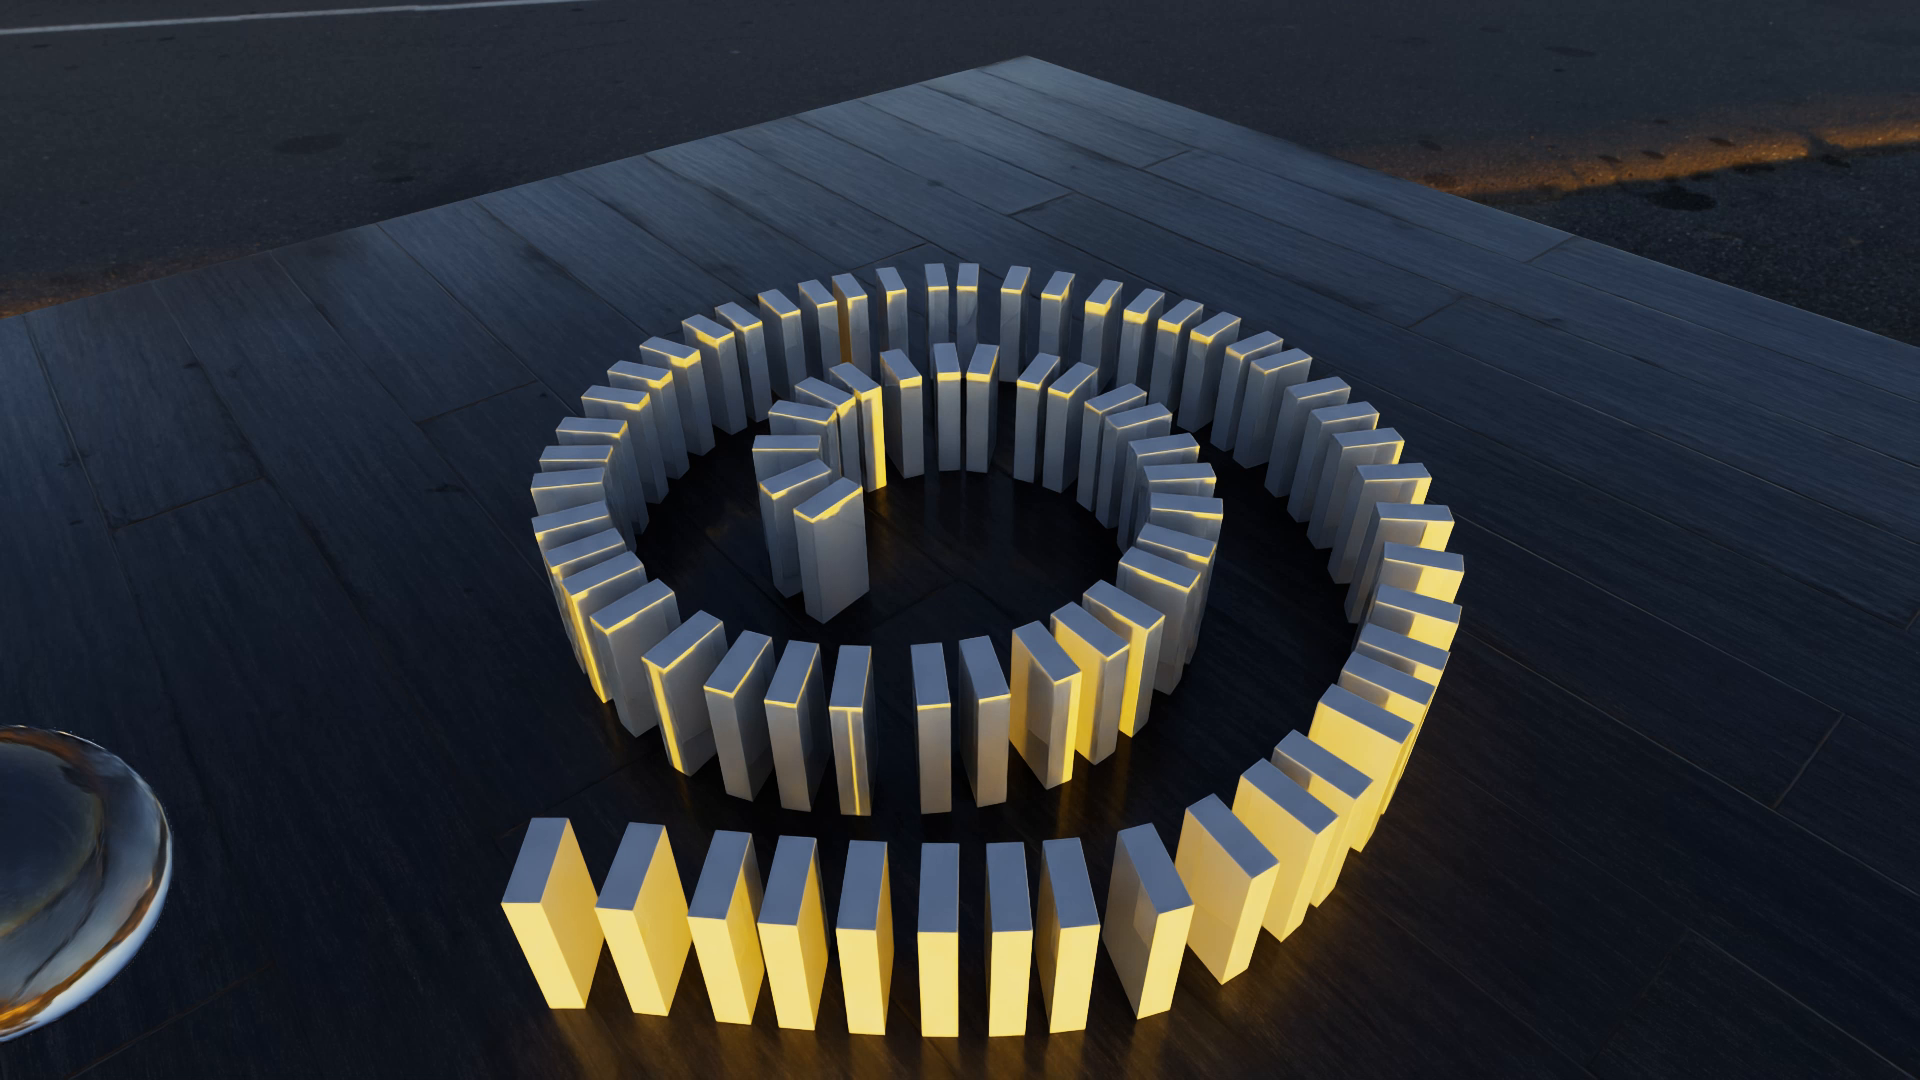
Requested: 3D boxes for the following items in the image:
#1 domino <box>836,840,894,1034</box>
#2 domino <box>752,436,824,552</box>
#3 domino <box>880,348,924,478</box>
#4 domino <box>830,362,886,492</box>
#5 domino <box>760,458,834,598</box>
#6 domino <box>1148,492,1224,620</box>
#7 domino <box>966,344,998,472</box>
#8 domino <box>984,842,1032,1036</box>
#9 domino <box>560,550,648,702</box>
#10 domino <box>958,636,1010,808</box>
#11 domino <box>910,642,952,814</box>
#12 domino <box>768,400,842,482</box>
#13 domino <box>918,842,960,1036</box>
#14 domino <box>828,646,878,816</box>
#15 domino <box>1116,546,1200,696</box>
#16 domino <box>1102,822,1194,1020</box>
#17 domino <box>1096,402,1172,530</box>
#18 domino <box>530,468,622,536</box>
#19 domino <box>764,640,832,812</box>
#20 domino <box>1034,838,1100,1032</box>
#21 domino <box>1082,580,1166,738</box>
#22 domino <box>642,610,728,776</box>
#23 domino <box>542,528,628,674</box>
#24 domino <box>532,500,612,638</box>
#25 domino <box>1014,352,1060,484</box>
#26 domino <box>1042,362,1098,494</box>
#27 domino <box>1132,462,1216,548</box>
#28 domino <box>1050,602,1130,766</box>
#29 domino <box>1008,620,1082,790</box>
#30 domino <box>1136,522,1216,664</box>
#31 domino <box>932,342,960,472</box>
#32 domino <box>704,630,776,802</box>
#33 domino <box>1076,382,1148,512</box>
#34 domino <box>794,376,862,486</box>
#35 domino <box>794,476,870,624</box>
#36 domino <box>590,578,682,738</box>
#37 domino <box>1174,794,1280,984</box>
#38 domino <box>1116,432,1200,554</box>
[{"bbox_3d":[-0.024,0.104,0.285,0.010,0.050,0.025,2,39,3],"label":"domino"},{"bbox_3d":[-0.066,-0.018,0.433,0.025,0.050,0.009,0,39,0],"label":"domino"},{"bbox_3d":[-0.025,-0.055,0.478,0.009,0.050,0.025,-15,42,-18],"label":"domino"},{"bbox_3d":[-0.043,-0.048,0.470,0.009,0.050,0.025,-25,46,-28],"label":"domino"},{"bbox_3d":[-0.060,-0.004,0.416,0.025,0.050,0.009,-25,46,-28],"label":"domino"},{"bbox_3d":[0.080,0.006,0.404,0.025,0.050,0.010,5,40,7],"label":"domino"},{"bbox_3d":[0.010,-0.057,0.481,0.010,0.050,0.025,7,40,8],"label":"domino"},{"bbox_3d":[0.012,0.104,0.285,0.010,0.050,0.025,-2,39,-2],"label":"domino"},{"bbox_3d":[-0.117,0.030,0.375,0.025,0.050,0.010,-27,46,-29],"label":"domino"},{"bbox_3d":[0.007,0.057,0.342,0.010,0.050,0.025,-9,40,-10],"label":"domino"},{"bbox_3d":[-0.009,0.059,0.340,0.009,0.050,0.025,-4,40,-5],"label":"domino"},{"bbox_3d":[-0.062,-0.032,0.450,0.025,0.050,0.010,11,41,13],"label":"domino"},{"bbox_3d":[-0.005,0.104,0.285,0.009,0.050,0.025,0,39,1],"label":"domino"},{"bbox_3d":[-0.032,0.059,0.339,0.010,0.050,0.025,1,39,2],"label":"domino"},{"bbox_3d":[0.066,0.028,0.377,0.025,0.050,0.010,22,44,25],"label":"domino"},{"bbox_3d":[0.048,0.101,0.289,0.010,0.050,0.025,-11,40,-13],"label":"domino"},{"bbox_3d":[0.070,-0.030,0.448,0.025,0.050,0.010,-16,42,-19],"label":"domino"},{"bbox_3d":[-0.142,-0.003,0.415,0.025,0.050,0.009,-6,40,-7],"label":"domino"},{"bbox_3d":[-0.050,0.058,0.341,0.010,0.050,0.025,6,40,8],"label":"domino"},{"bbox_3d":[0.027,0.103,0.286,0.009,0.050,0.025,-4,40,-5],"label":"domino"},{"bbox_3d":[0.052,0.040,0.363,0.025,0.050,0.009,30,48,32],"label":"domino"},{"bbox_3d":[-0.085,0.049,0.351,0.009,0.050,0.025,23,45,26],"label":"domino"},{"bbox_3d":[-0.126,0.022,0.385,0.025,0.050,0.010,-22,44,-25],"label":"domino"},{"bbox_3d":[-0.135,0.011,0.398,0.025,0.050,0.009,-16,42,-19],"label":"domino"},{"bbox_3d":[0.033,-0.053,0.476,0.009,0.050,0.025,16,42,19],"label":"domino"},{"bbox_3d":[0.047,-0.048,0.470,0.010,0.050,0.025,23,45,26],"label":"domino"},{"bbox_3d":[0.080,-0.006,0.418,0.025,0.050,0.009,-3,39,-4],"label":"domino"},{"bbox_3d":[0.040,0.047,0.355,0.009,0.050,0.025,-27,47,-29],"label":"domino"},{"bbox_3d":[0.026,0.053,0.347,0.009,0.050,0.025,-18,43,-21],"label":"domino"},{"bbox_3d":[0.073,0.019,0.388,0.025,0.050,0.010,17,42,19],"label":"domino"},{"bbox_3d":[-0.006,-0.058,0.482,0.009,0.050,0.025,-4,39,-4],"label":"domino"},{"bbox_3d":[-0.066,0.055,0.344,0.010,0.050,0.025,13,41,15],"label":"domino"},{"bbox_3d":[0.063,-0.038,0.458,0.025,0.050,0.009,-24,45,-27],"label":"domino"},{"bbox_3d":[-0.055,-0.041,0.462,0.025,0.050,0.009,27,46,29],"label":"domino"},{"bbox_3d":[-0.047,0.004,0.406,0.010,0.050,0.025,28,47,30],"label":"domino"},{"bbox_3d":[-0.104,0.039,0.363,0.010,0.050,0.025,32,49,33],"label":"domino"},{"bbox_3d":[0.069,0.094,0.296,0.010,0.050,0.025,-21,44,-24],"label":"domino"},{"bbox_3d":[0.077,-0.017,0.432,0.025,0.050,0.009,-9,40,-11],"label":"domino"}]
